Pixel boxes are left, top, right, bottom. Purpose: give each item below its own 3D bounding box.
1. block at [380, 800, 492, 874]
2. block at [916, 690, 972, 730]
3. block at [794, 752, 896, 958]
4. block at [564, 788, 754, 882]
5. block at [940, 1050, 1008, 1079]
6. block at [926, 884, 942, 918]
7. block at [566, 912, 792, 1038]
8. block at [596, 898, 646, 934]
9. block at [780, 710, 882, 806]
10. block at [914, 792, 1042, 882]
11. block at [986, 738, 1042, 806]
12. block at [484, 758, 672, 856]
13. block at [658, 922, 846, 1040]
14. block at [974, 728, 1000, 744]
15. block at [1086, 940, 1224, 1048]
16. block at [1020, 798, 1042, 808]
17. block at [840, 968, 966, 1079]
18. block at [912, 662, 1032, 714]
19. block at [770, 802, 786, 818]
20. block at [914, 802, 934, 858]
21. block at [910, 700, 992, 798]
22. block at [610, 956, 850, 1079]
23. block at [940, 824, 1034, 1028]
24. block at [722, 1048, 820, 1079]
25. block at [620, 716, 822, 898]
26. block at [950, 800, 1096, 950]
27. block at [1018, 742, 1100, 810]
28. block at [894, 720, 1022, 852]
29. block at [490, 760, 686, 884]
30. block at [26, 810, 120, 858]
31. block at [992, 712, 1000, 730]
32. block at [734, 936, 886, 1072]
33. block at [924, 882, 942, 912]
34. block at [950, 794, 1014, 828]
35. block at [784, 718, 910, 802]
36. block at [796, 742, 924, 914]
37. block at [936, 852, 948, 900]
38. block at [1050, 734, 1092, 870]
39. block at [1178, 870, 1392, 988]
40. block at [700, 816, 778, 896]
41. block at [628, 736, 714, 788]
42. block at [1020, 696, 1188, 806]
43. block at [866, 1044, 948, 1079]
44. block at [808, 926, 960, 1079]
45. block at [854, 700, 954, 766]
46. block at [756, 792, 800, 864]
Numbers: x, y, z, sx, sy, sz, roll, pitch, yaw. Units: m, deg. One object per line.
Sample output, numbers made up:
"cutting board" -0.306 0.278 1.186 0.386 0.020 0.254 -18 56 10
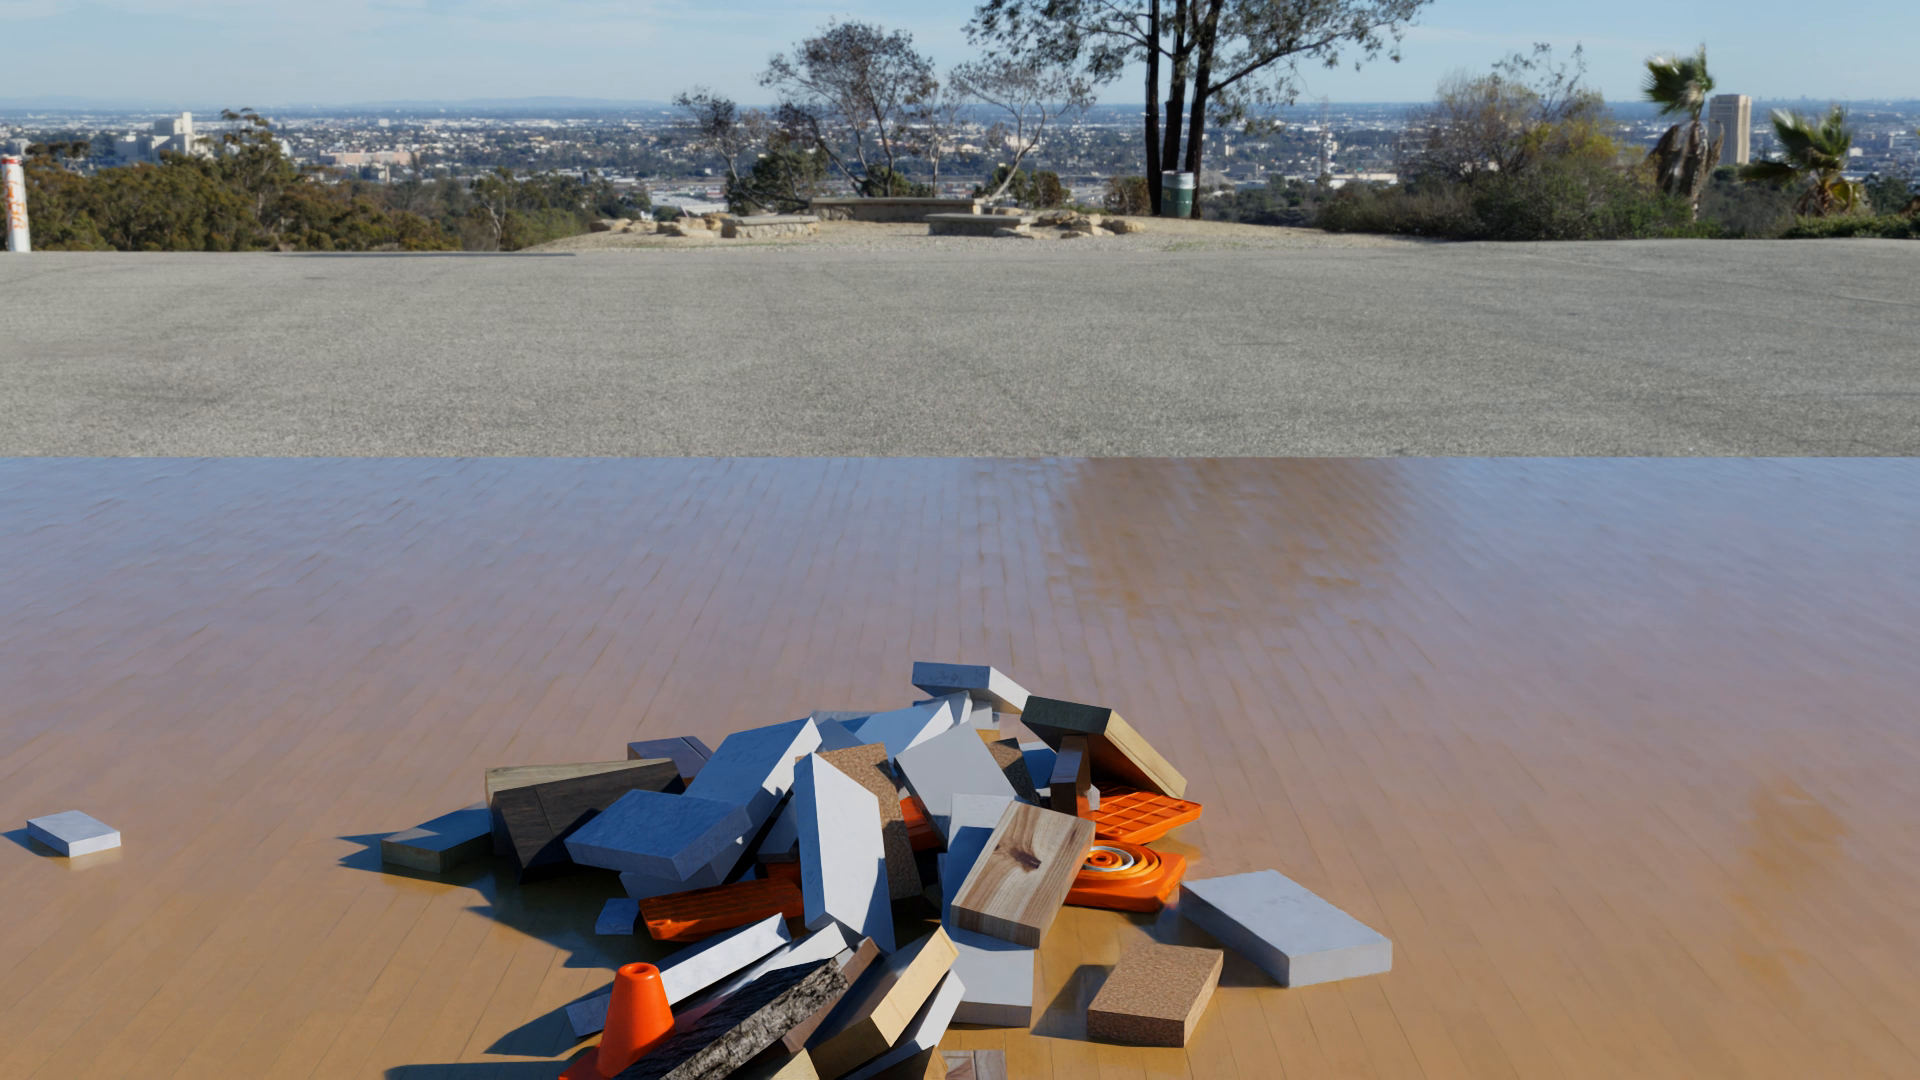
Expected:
"block" -0.883 0.525 3.913 0.135 0.038 0.271 6 12 29
"block" -0.042 0.362 4.271 0.108 0.030 0.215 -14 19 12
"block" -0.182 0.496 3.424 0.151 0.043 0.362 39 22 -29
"block" -0.502 0.486 3.640 0.319 0.045 0.159 -1 28 48
"block" 0.001 0.726 2.838 0.124 0.035 0.248 0 11 -2
"block" -0.012 0.592 3.610 0.061 0.017 0.122 -2 11 -13
"block" -0.402 0.626 3.178 0.159 0.045 0.319 -23 -4 33
"block" -0.546 0.605 3.540 0.060 0.017 0.120 0 11 1
"block" -0.251 0.441 4.341 0.167 0.047 0.619 1 11 4
"block" 0.032 0.510 3.802 0.127 0.036 0.254 6 29 25
"block" 0.051 0.454 3.818 0.158 0.045 0.316 -10 26 -5
"block" -0.671 0.474 3.928 0.333 0.047 0.167 -1 40 -18
"block" -0.292 0.634 3.136 0.145 0.041 0.290 -28 -3 26
"block" 0.016 0.424 4.198 0.108 0.030 0.215 2 23 4
"block" 0.287 0.657 3.199 0.139 0.039 0.278 3 11 17
"block" 0.081 0.505 3.649 0.076 0.022 0.168 24 57 19
"block" -0.076 0.669 2.977 0.124 0.035 0.248 -32 3 15
"block" 0.027 0.304 4.492 0.160 0.045 0.320 3 -13 17
"block" -0.384 0.507 3.794 0.091 0.026 0.183 18 39 42
"block" -0.018 0.480 3.945 0.127 0.036 0.254 0 29 0
"block" -0.015 0.410 4.330 0.160 0.045 0.319 0 23 0
"block" -0.318 0.652 2.836 0.350 0.045 0.159 -29 4 -42
"block" 0.042 0.570 3.287 0.139 0.039 0.404 4 30 1
"block" -0.317 0.721 2.646 0.169 0.048 0.338 -24 1 23
"block" -0.402 0.454 3.765 0.176 0.050 0.459 -14 20 25
"block" 0.098 0.503 3.330 0.139 0.039 0.278 13 31 16
"block" 0.144 0.440 4.052 0.127 0.036 0.254 -5 18 -22
"block" 0.024 0.449 3.642 0.145 0.041 0.290 -24 60 -19
"block" -0.628 0.489 3.824 0.333 0.047 0.167 -7 49 -30
"block" -1.591 0.525 3.945 0.091 0.026 0.183 -10 15 -43
"block" 0.000 0.403 4.549 0.160 0.045 0.320 0 11 2
"block" -0.225 0.656 2.998 0.145 0.041 0.377 -33 0 18
"block" 0.004 0.588 3.500 0.061 0.017 0.122 -11 39 -43
"block" 0.035 0.479 3.512 0.101 0.029 0.202 3 30 0
"block" -0.226 0.415 3.864 0.158 0.045 0.316 -28 24 -17
"block" -0.168 0.479 3.615 0.151 0.043 0.302 -9 51 -11
"block" 0.024 0.572 3.470 0.101 0.029 0.202 -1 35 -7
"block" 0.192 0.446 3.771 0.043 0.151 0.302 -3 10 8
"block" 0.504 0.605 3.450 0.176 0.050 0.352 -4 11 -21
"block" -0.384 0.524 3.706 0.091 0.026 0.183 11 35 33
"block" -0.534 0.433 4.199 0.135 0.038 0.271 -5 11 -23
"block" 0.269 0.391 4.069 0.176 0.050 0.352 7 -23 33
"block" -0.092 0.714 2.727 0.124 0.035 0.248 -29 4 10
"block" -0.125 0.644 3.007 0.169 0.048 0.338 -33 0 18
"block" -0.137 0.387 4.081 0.158 0.045 0.360 -12 10 18
"block" -0.277 0.479 3.703 0.076 0.022 0.152 -10 35 39
